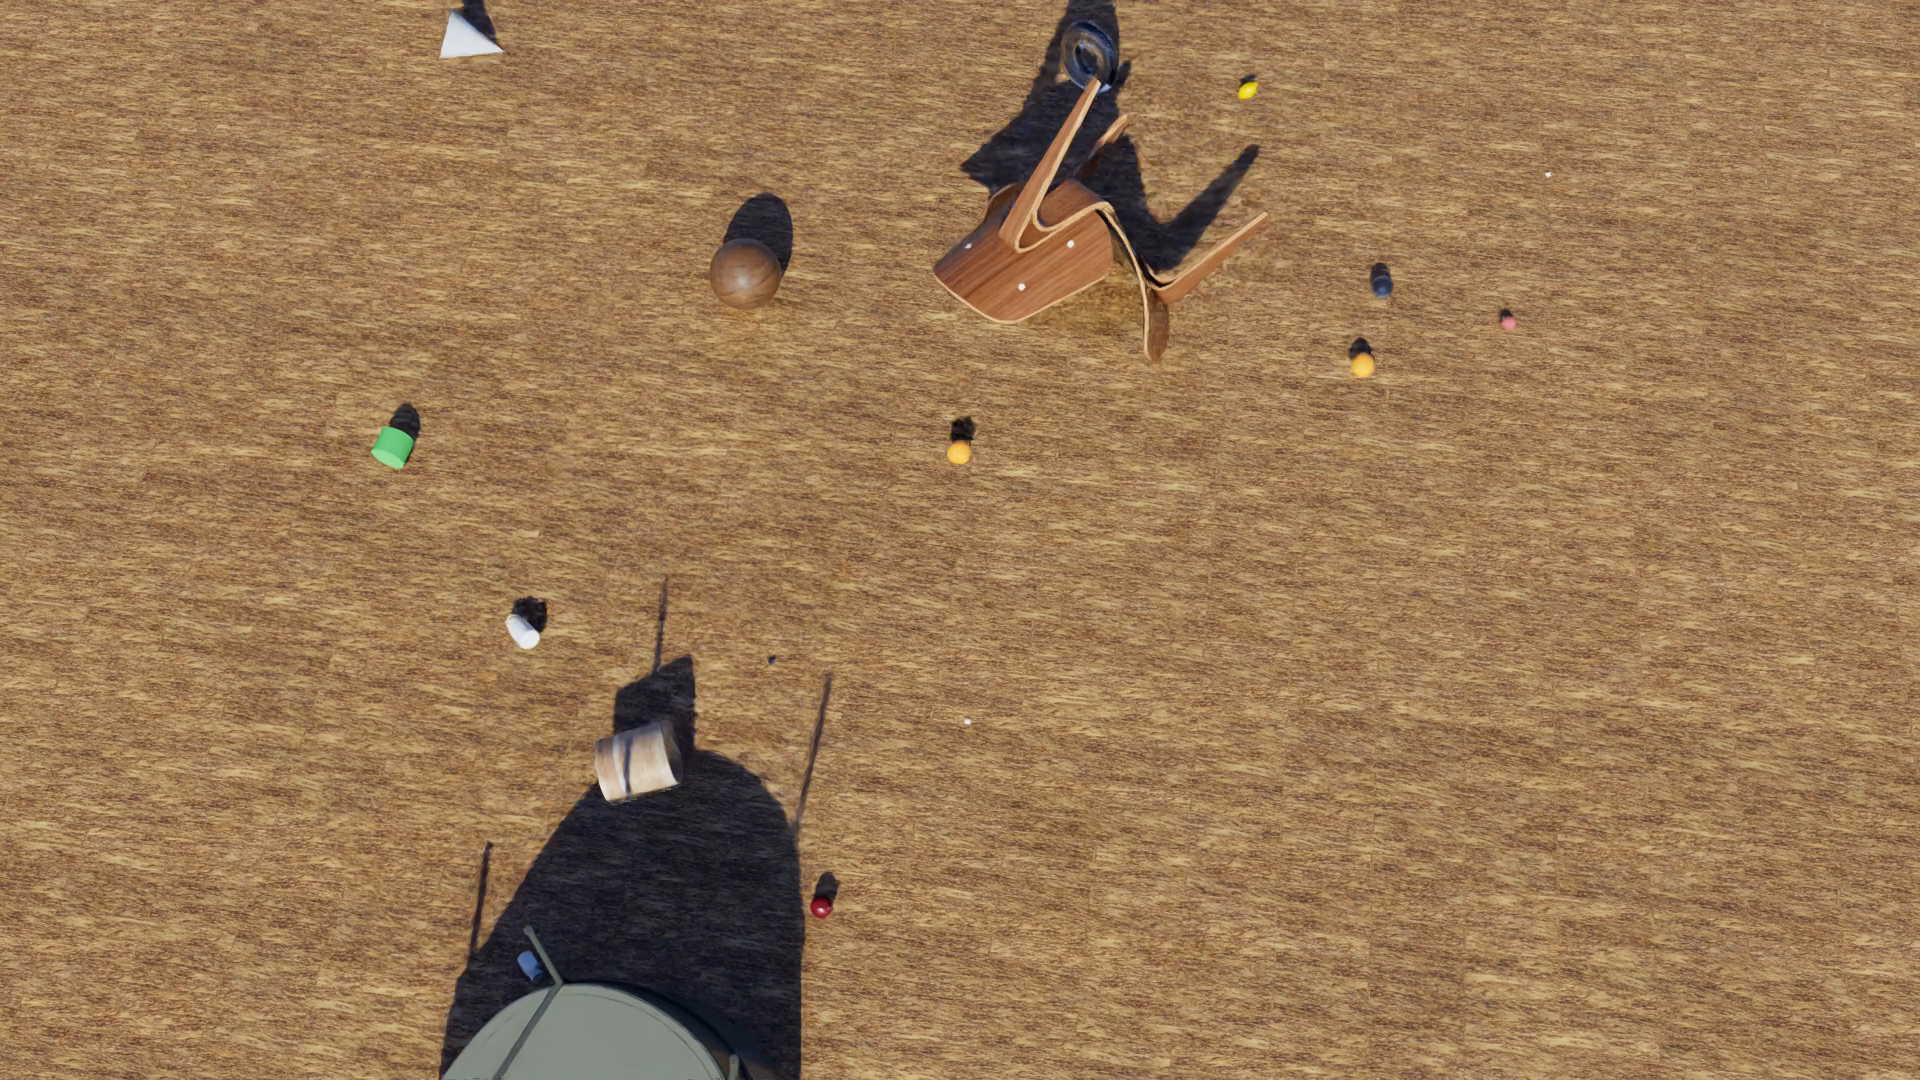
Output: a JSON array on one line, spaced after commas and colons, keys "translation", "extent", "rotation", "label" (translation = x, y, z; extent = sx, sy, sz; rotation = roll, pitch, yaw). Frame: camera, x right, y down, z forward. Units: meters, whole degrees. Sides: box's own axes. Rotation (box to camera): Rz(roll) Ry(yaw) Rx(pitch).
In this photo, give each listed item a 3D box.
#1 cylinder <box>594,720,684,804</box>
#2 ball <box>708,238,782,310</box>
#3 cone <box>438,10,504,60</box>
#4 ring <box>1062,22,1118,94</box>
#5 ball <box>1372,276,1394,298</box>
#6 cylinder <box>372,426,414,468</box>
[{"translation": [-0.882, 0.609, 6.044], "extent": [0.198, 0.155, 0.201], "rotation": [-17, 45, 5], "label": "cylinder"}, {"translation": [-0.684, -0.846, 7.003], "extent": [0.230, 0.230, 0.230], "rotation": [0, 56, 0], "label": "ball"}, {"translation": [-1.697, -1.740, 7.695], "extent": [0.209, 0.182, 0.151], "rotation": [14, 9, -17], "label": "cone"}, {"translation": [0.444, -1.653, 7.535], "extent": [0.250, 0.256, 0.051], "rotation": [18, 41, 43], "label": "ring"}, {"translation": [1.360, -0.815, 7.079], "extent": [0.069, 0.069, 0.069], "rotation": [0, 56, 0], "label": "ball"}, {"translation": [-1.731, -0.283, 6.714], "extent": [0.105, 0.072, 0.087], "rotation": [31, 54, -20], "label": "cylinder"}]
